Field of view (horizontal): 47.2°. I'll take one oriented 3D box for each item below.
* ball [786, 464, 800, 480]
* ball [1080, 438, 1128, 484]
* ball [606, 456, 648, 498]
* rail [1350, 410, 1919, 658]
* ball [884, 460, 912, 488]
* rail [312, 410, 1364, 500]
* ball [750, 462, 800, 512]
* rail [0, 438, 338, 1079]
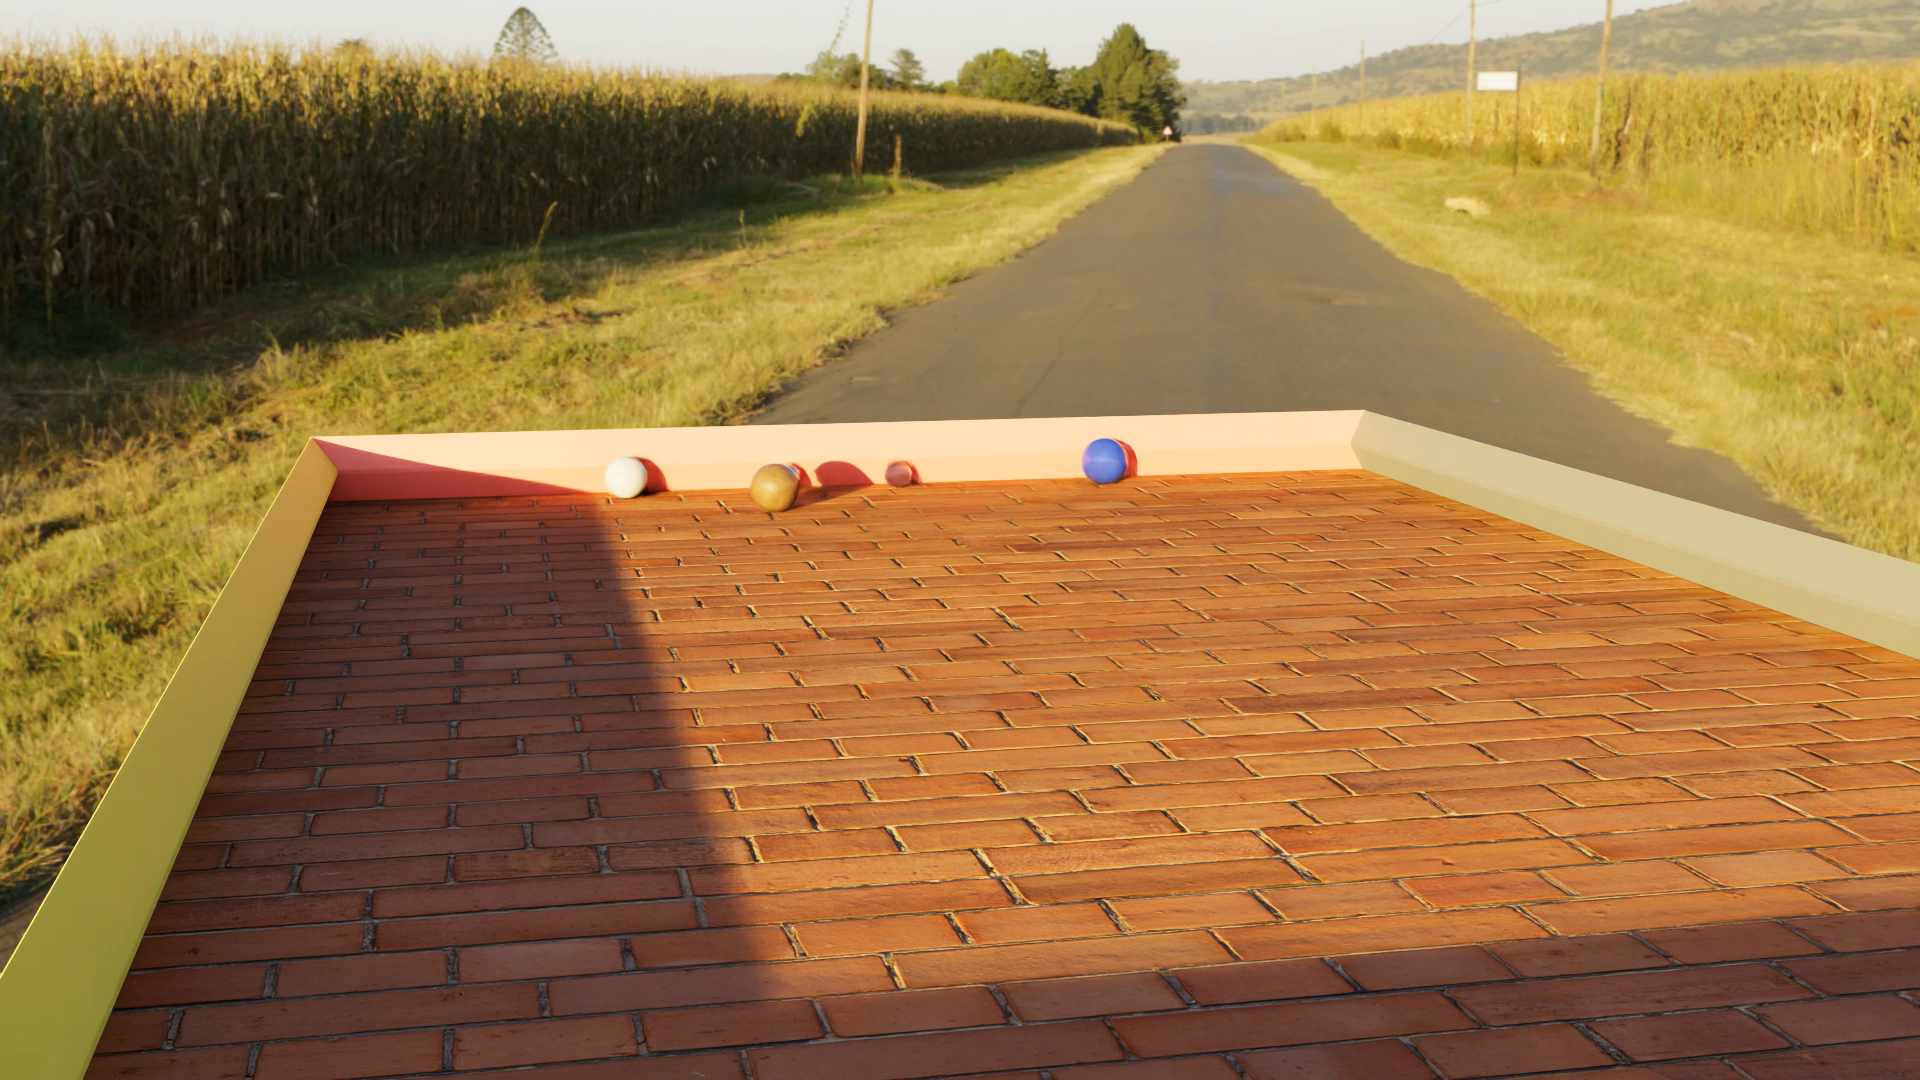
[{"bbox_3d":[-0.308,-0.111,3.906,0.049,0.049,0.049,0,10,0],"label":"ball"},{"bbox_3d":[0.261,-0.144,3.990,0.085,0.085,0.085,0,10,0],"label":"ball"},{"bbox_3d":[-0.579,-0.109,3.821,0.074,0.074,0.074,0,10,0],"label":"ball"},{"bbox_3d":[1.092,0.075,2.636,0.045,0.110,3.216,-2,10,-12],"label":"rail"},{"bbox_3d":[-0.111,-0.118,3.949,0.049,0.049,0.049,0,10,0],"label":"ball"},{"bbox_3d":[-0.168,-0.153,3.963,1.930,0.110,0.045,-2,10,-12],"label":"rail"},{"bbox_3d":[-0.309,-0.089,3.676,0.083,0.083,0.083,0,10,0],"label":"ball"},{"bbox_3d":[-0.747,0.144,2.238,0.045,0.110,3.216,-2,10,-12],"label":"rail"}]
